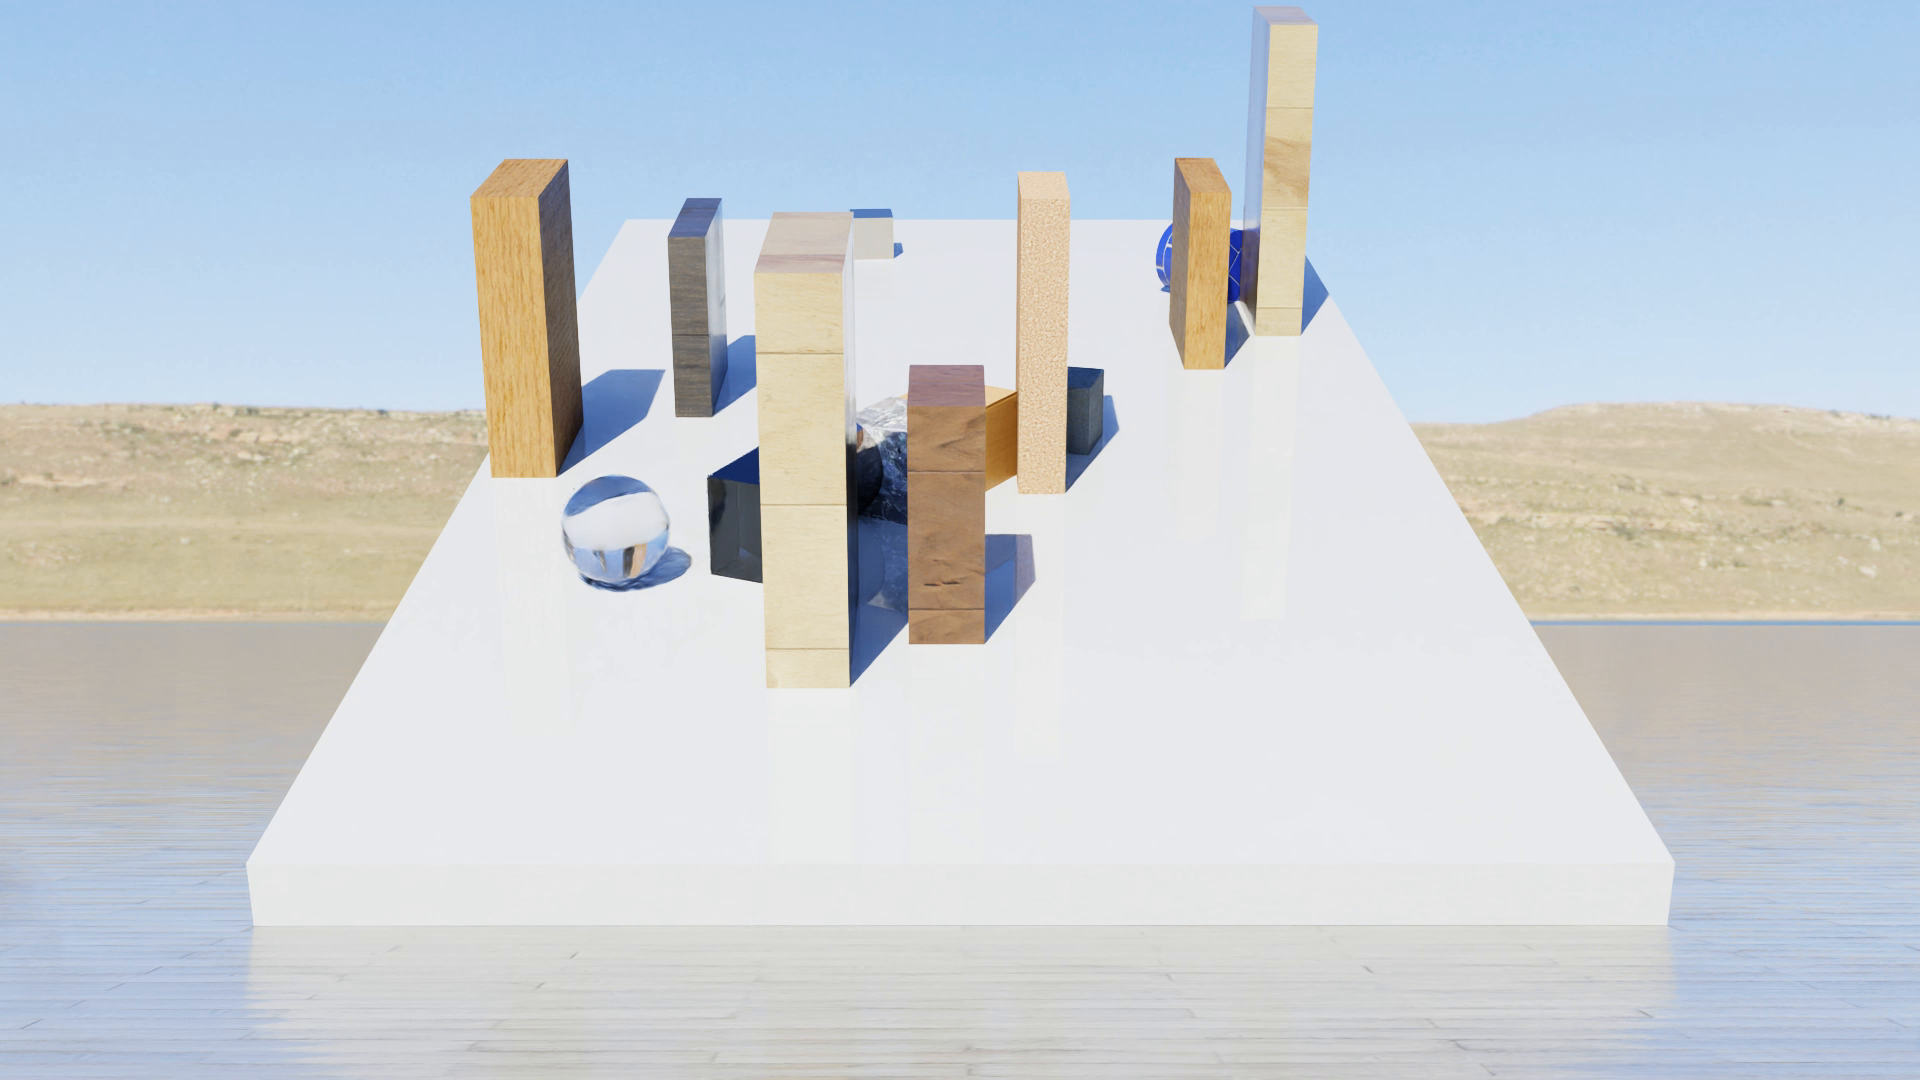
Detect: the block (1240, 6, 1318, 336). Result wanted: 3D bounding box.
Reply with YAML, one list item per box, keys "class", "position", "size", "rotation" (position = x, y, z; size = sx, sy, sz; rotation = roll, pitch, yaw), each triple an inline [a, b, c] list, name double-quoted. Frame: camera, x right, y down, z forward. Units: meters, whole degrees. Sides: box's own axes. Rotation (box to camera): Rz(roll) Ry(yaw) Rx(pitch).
- class: "block"
  position: [0.798, -0.931, 5.742]
  size: [0.114, 0.769, 0.342]
  rotation: [0, 21, 0]

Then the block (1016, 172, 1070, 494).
- class: "block"
  position: [0.165, -0.422, 4.633]
  size: [0.095, 0.606, 0.260]
  rotation: [0, 21, 0]

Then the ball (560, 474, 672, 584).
- class: "ball"
  position: [-0.626, -0.019, 4.142]
  size: [0.200, 0.200, 0.200]
  rotation: [0, -2, 0]

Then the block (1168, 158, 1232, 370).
- class: "block"
  position: [0.582, -0.679, 5.559]
  size: [0.095, 0.428, 0.408]
  rotation: [0, 21, 0]

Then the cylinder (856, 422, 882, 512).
- class: "cylinder"
  position: [-0.286, -0.119, 4.404]
  size: [0.202, 0.202, 0.202]
  rotation: [-1, 18, 30]

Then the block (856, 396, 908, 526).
- class: "block"
  position: [-0.109, -0.157, 4.525]
  size: [0.188, 0.188, 0.188]
  rotation: [13, 24, 29]

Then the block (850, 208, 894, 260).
- class: "block"
  position: [-0.252, -0.872, 6.493]
  size: [0.119, 0.119, 0.119]
  rotation: [-2, 21, -5]

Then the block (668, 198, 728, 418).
- class: "block"
  position: [-0.595, -0.535, 5.201]
  size: [0.082, 0.410, 0.393]
  rotation: [0, 21, 0]

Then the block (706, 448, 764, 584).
- class: "block"
  position: [-0.333, -0.042, 4.217]
  size: [0.191, 0.191, 0.191]
  rotation: [9, 23, 23]

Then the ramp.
- class: "ramp"
  position: [-0.006, -0.214, 5.077]
  size: [2.000, 0.100, 4.000]
  rotation: [0, 21, 0]

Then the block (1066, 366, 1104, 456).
- class: "block"
  position: [0.221, -0.282, 4.907]
  size: [0.149, 0.149, 0.149]
  rotation: [6, 22, 14]

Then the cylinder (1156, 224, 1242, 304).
- class: "cylinder"
  position: [0.657, -0.743, 6.056]
  size: [0.194, 0.194, 0.194]
  rotation: [2, 14, -45]

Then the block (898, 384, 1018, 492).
- class: "block"
  position: [-0.008, -0.210, 4.670]
  size: [0.182, 0.182, 0.182]
  rotation: [13, 24, 30]

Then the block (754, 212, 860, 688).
- class: "block"
  position: [-0.249, -0.158, 3.811]
  size: [0.136, 0.697, 0.424]
  rotation: [0, 21, 0]

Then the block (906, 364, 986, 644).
- class: "block"
  position: [-0.023, -0.063, 3.942]
  size: [0.130, 0.428, 0.241]
  rotation: [0, 21, 0]

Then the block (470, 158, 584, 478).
- class: "block"
  position: [-0.901, -0.470, 4.780]
  size: [0.134, 0.587, 0.379]
  rotation: [0, 21, 0]
